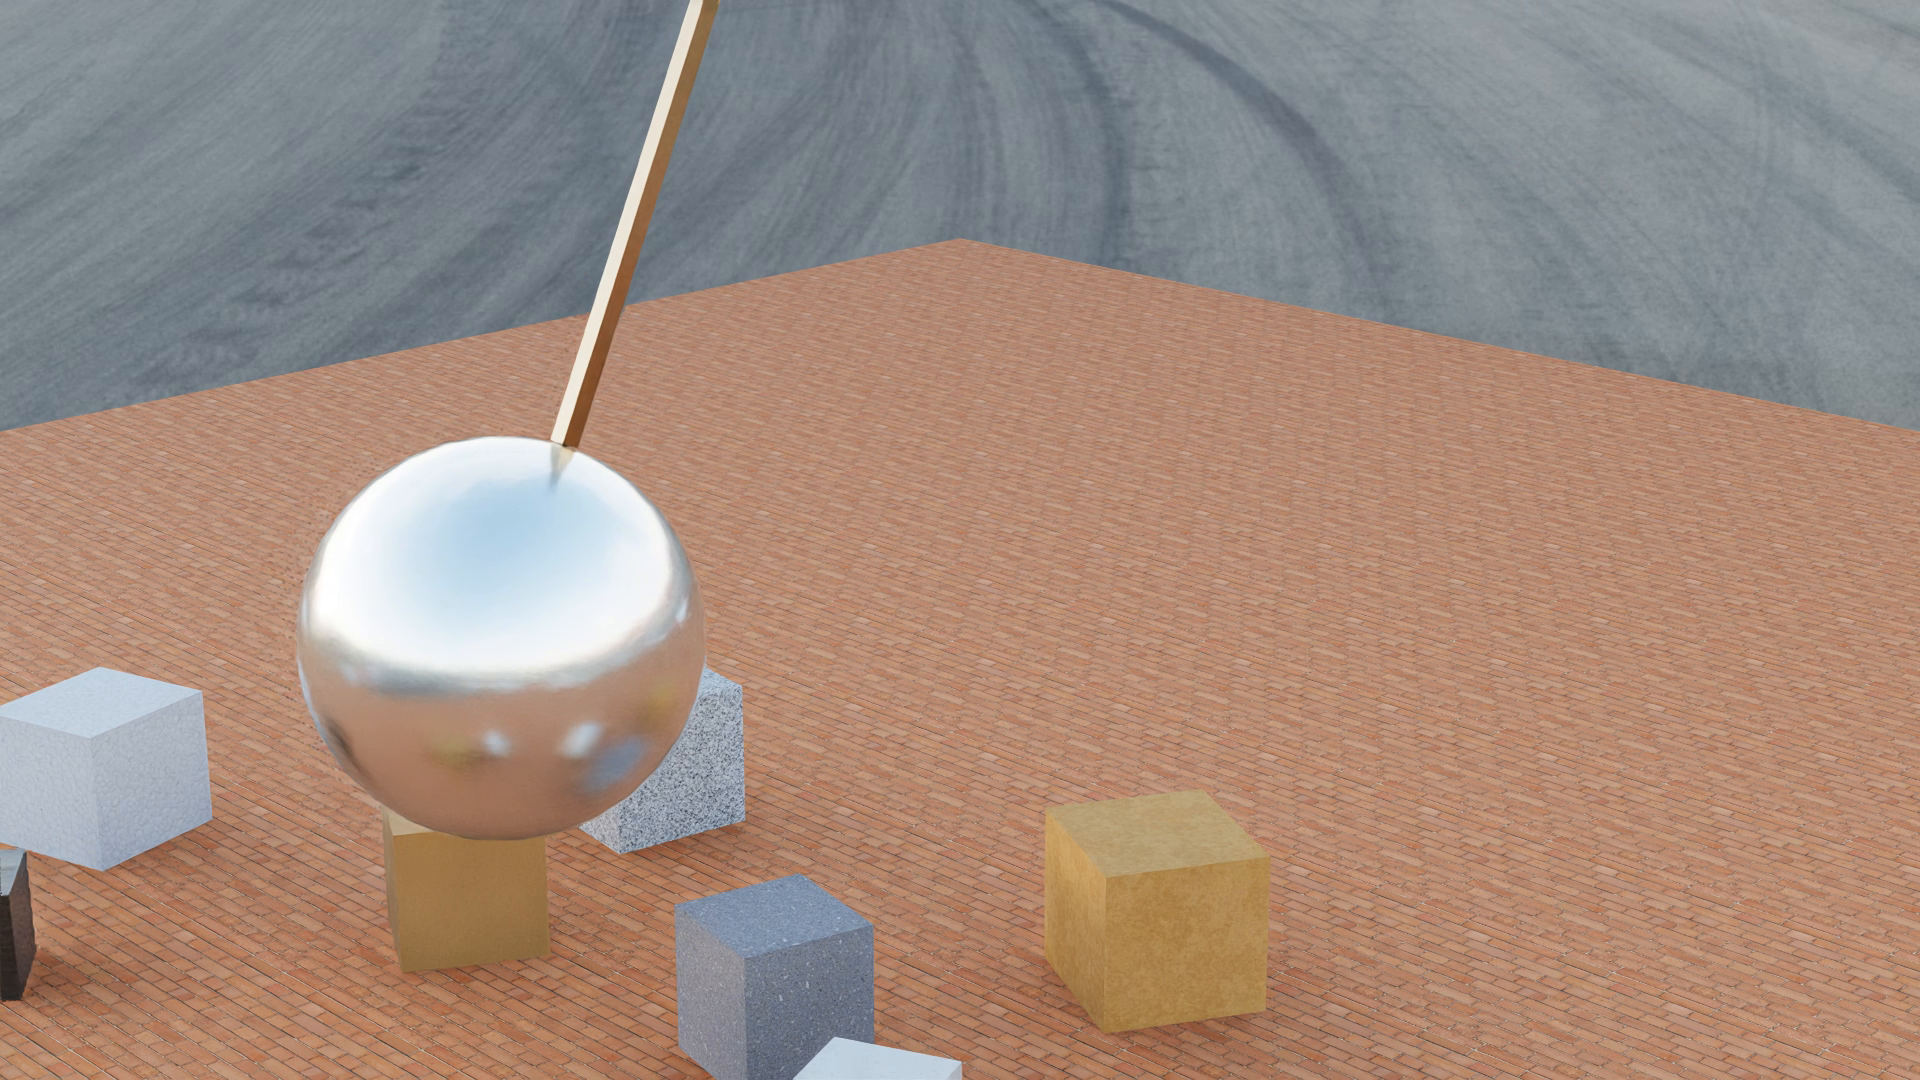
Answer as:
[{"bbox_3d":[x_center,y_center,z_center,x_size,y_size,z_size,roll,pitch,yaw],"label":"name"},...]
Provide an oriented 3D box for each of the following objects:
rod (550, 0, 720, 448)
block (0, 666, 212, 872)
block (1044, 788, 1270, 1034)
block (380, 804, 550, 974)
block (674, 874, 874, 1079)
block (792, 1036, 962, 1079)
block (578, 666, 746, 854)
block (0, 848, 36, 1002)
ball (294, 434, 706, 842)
[{"bbox_3d":[-0.782,-2.857,11.624,0.080,5.200,0.080,17,-1,42],"label":"rod"},{"bbox_3d":[-4.057,1.069,13.848,0.671,0.657,0.711,10,20,29],"label":"block"},{"bbox_3d":[0.814,1.542,12.284,0.712,0.693,0.757,-5,18,-16],"label":"block"},{"bbox_3d":[-2.151,1.432,12.728,0.633,0.636,0.586,-5,18,-15],"label":"block"},{"bbox_3d":[-0.737,1.775,11.649,0.573,0.628,0.583,-11,20,-31],"label":"block"},{"bbox_3d":[-0.320,2.169,10.621,0.510,0.493,0.477,7,19,21],"label":"block"},{"bbox_3d":[-1.509,0.997,14.030,0.690,0.685,0.682,-12,21,-34],"label":"block"},{"bbox_3d":[-4.172,1.632,12.348,0.438,0.480,0.482,-3,18,-9],"label":"block"},{"bbox_3d":[-1.805,0.385,11.571,1.600,1.600,1.600,0,17,0],"label":"ball"}]
